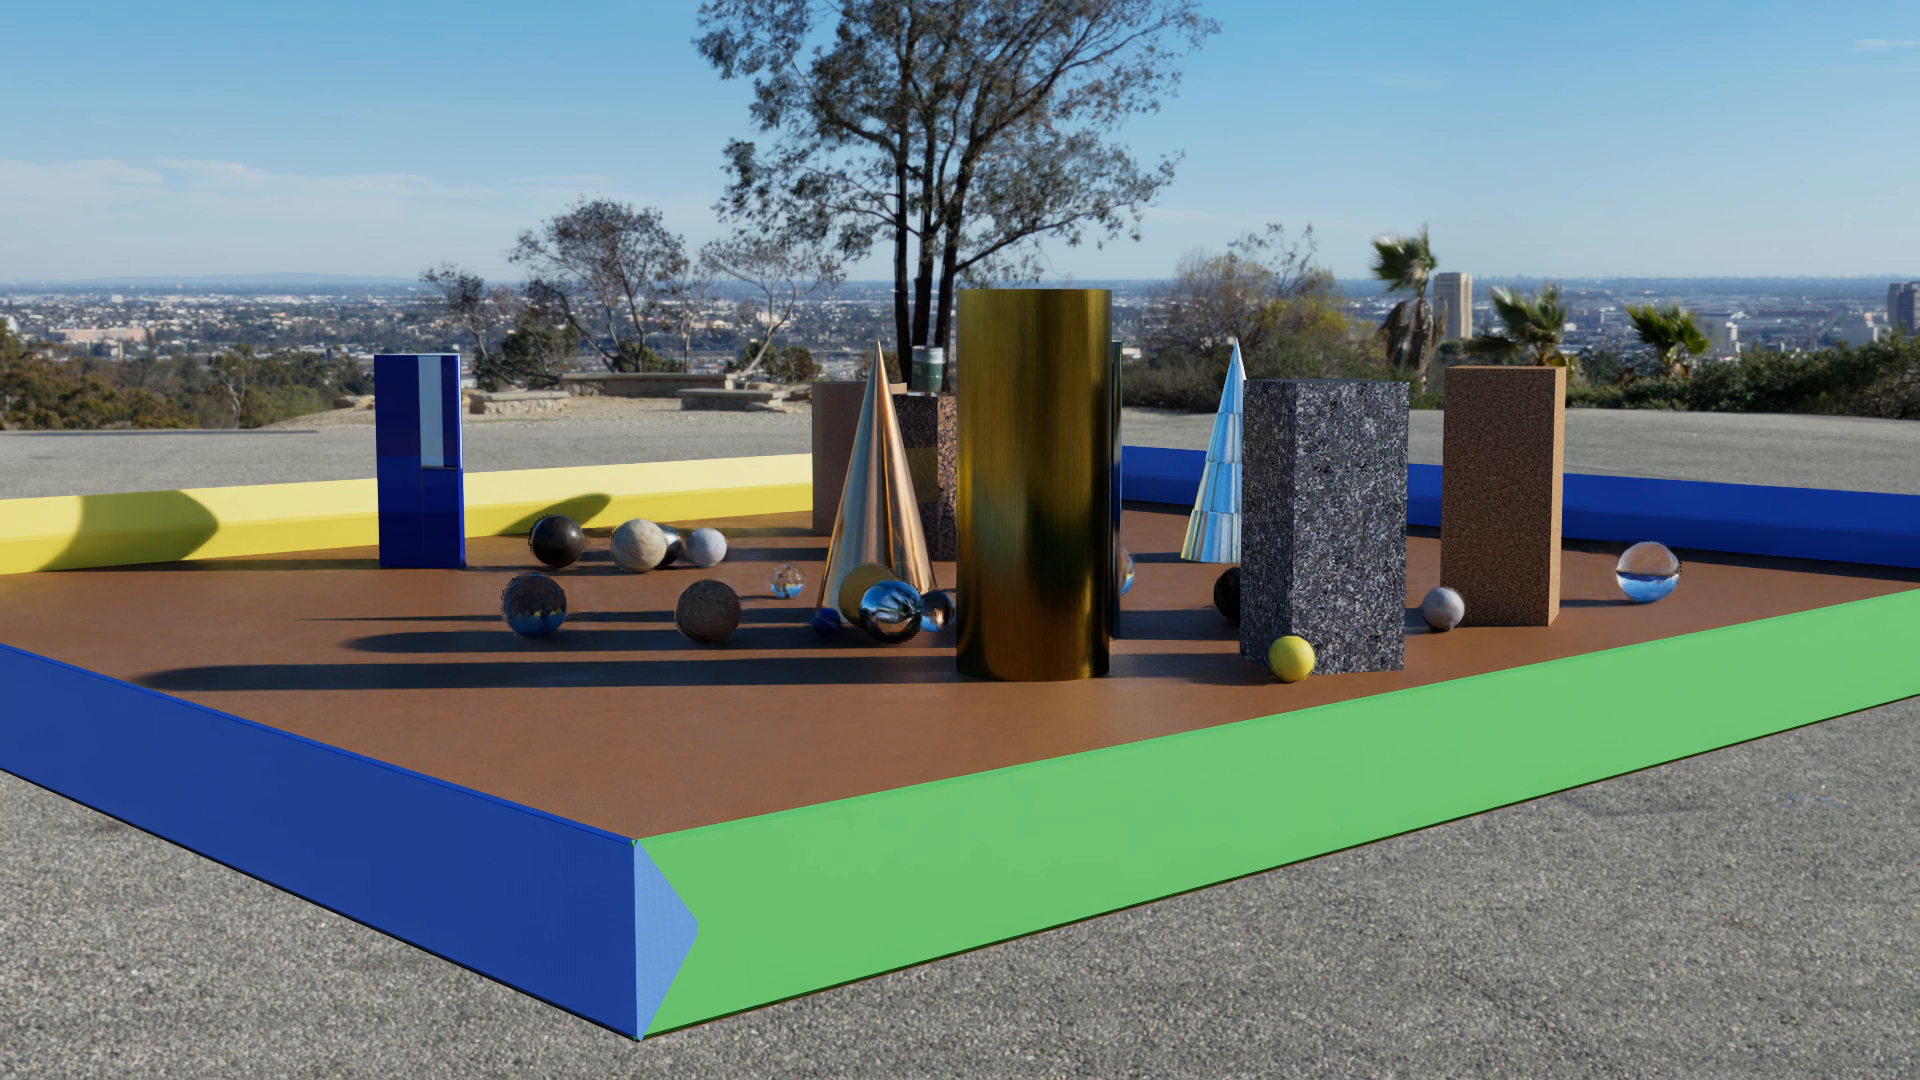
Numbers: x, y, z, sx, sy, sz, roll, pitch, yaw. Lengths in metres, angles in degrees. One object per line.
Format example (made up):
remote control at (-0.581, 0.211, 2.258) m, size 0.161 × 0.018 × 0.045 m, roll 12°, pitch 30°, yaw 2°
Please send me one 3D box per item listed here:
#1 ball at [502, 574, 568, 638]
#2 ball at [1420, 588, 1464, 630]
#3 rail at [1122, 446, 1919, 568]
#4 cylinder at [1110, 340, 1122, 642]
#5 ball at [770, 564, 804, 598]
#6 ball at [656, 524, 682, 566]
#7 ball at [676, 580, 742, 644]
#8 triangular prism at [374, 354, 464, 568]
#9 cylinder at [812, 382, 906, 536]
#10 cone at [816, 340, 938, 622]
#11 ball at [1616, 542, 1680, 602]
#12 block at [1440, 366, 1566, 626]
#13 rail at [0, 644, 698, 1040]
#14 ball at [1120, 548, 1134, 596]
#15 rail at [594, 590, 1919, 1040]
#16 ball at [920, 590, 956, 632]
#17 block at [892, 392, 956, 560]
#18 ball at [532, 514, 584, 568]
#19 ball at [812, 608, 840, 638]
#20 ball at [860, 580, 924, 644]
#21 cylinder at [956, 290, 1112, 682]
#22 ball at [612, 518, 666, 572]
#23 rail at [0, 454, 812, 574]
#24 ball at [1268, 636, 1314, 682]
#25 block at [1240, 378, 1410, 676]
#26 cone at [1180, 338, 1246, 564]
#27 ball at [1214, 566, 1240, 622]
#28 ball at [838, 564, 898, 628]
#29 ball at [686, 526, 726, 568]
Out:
ball at (-0.575, 0.089, 2.976) m, size 0.087 × 0.087 × 0.087 m, roll 0°, pitch 6°, yaw 0°
ball at (0.667, 0.096, 3.040) m, size 0.059 × 0.059 × 0.059 m, roll 0°, pitch 6°, yaw 0°
rail at (1.092, -0.074, 4.334) m, size 0.045 × 0.123 × 2.693 m, roll -6°, pitch 8°, yaw -42°
cylinder at (0.123, -0.068, 2.972) m, size 0.189 × 0.400 × 0.189 m, roll 0°, pitch 6°, yaw 0°
ball at (-0.266, 0.064, 3.374) m, size 0.053 × 0.053 × 0.053 m, roll 0°, pitch 6°, yaw 0°
ball at (-0.517, 0.010, 3.791) m, size 0.073 × 0.073 × 0.073 m, roll 0°, pitch 6°, yaw 0°
ball at (-0.334, 0.095, 2.922) m, size 0.086 × 0.086 × 0.086 m, roll 0°, pitch 6°, yaw 0°
triangular prism at (-0.908, -0.142, 3.836) m, size 0.164 × 0.365 × 0.142 m, roll 2°, pitch 6°, yaw 17°
cylinder at (-0.200, -0.164, 4.374) m, size 0.189 × 0.296 × 0.189 m, roll 0°, pitch 6°, yaw 0°
cone at (-0.118, -0.092, 3.181) m, size 0.189 × 0.404 × 0.189 m, roll 0°, pitch 6°, yaw 0°
ball at (1.041, 0.049, 3.326) m, size 0.093 × 0.093 × 0.093 m, roll 0°, pitch 6°, yaw 0°
block at (0.781, -0.068, 3.160) m, size 0.152 × 0.360 × 0.152 m, roll 2°, pitch 6°, yaw 20°
rail at (-1.092, 0.138, 2.330) m, size 0.045 × 0.123 × 2.693 m, roll -6°, pitch 8°, yaw -42°
ball at (0.220, 0.049, 3.342) m, size 0.090 × 0.090 × 0.090 m, roll 0°, pitch 6°, yaw 0°
rail at (0.897, 0.134, 2.365) m, size 3.019 × 0.123 × 0.045 m, roll -6°, pitch 8°, yaw -42°
ball at (-0.035, 0.098, 3.025) m, size 0.058 × 0.058 × 0.058 m, roll 0°, pitch 6°, yaw 0°
block at (-0.034, -0.120, 3.991) m, size 0.152 × 0.289 × 0.152 m, roll -5°, pitch 8°, yaw -42°
ball at (-0.690, 0.002, 3.775) m, size 0.091 × 0.091 × 0.091 m, roll 0°, pitch 6°, yaw 0°
ball at (-0.181, 0.112, 2.982) m, size 0.040 × 0.040 × 0.040 m, roll 0°, pitch 6°, yaw 0°
ball at (-0.092, 0.095, 2.925) m, size 0.085 × 0.085 × 0.085 m, roll 0°, pitch 6°, yaw 0°
cylinder at (0.090, -0.072, 2.695) m, size 0.189 × 0.466 × 0.189 m, roll 0°, pitch 6°, yaw 0°
ball at (-0.541, 0.009, 3.710) m, size 0.091 × 0.091 × 0.091 m, roll 0°, pitch 6°, yaw 0°
rail at (-0.897, -0.070, 4.299) m, size 3.019 × 0.123 × 0.045 m, roll -6°, pitch 8°, yaw -42°
ball at (0.395, 0.141, 2.629) m, size 0.055 × 0.055 × 0.055 m, roll 0°, pitch 6°, yaw 0°
block at (0.452, -0.021, 2.742) m, size 0.152 × 0.354 × 0.152 m, roll -2°, pitch 6°, yaw -17°
cone at (0.490, -0.165, 3.916) m, size 0.189 × 0.393 × 0.189 m, roll 0°, pitch 6°, yaw 0°
ball at (0.400, 0.077, 3.132) m, size 0.077 × 0.077 × 0.077 m, roll 0°, pitch 6°, yaw 0°
ball at (-0.124, 0.079, 3.048) m, size 0.091 × 0.091 × 0.091 m, roll 0°, pitch 6°, yaw 0°
ball at (-0.437, 0.012, 3.778) m, size 0.070 × 0.070 × 0.070 m, roll 0°, pitch 6°, yaw 0°
